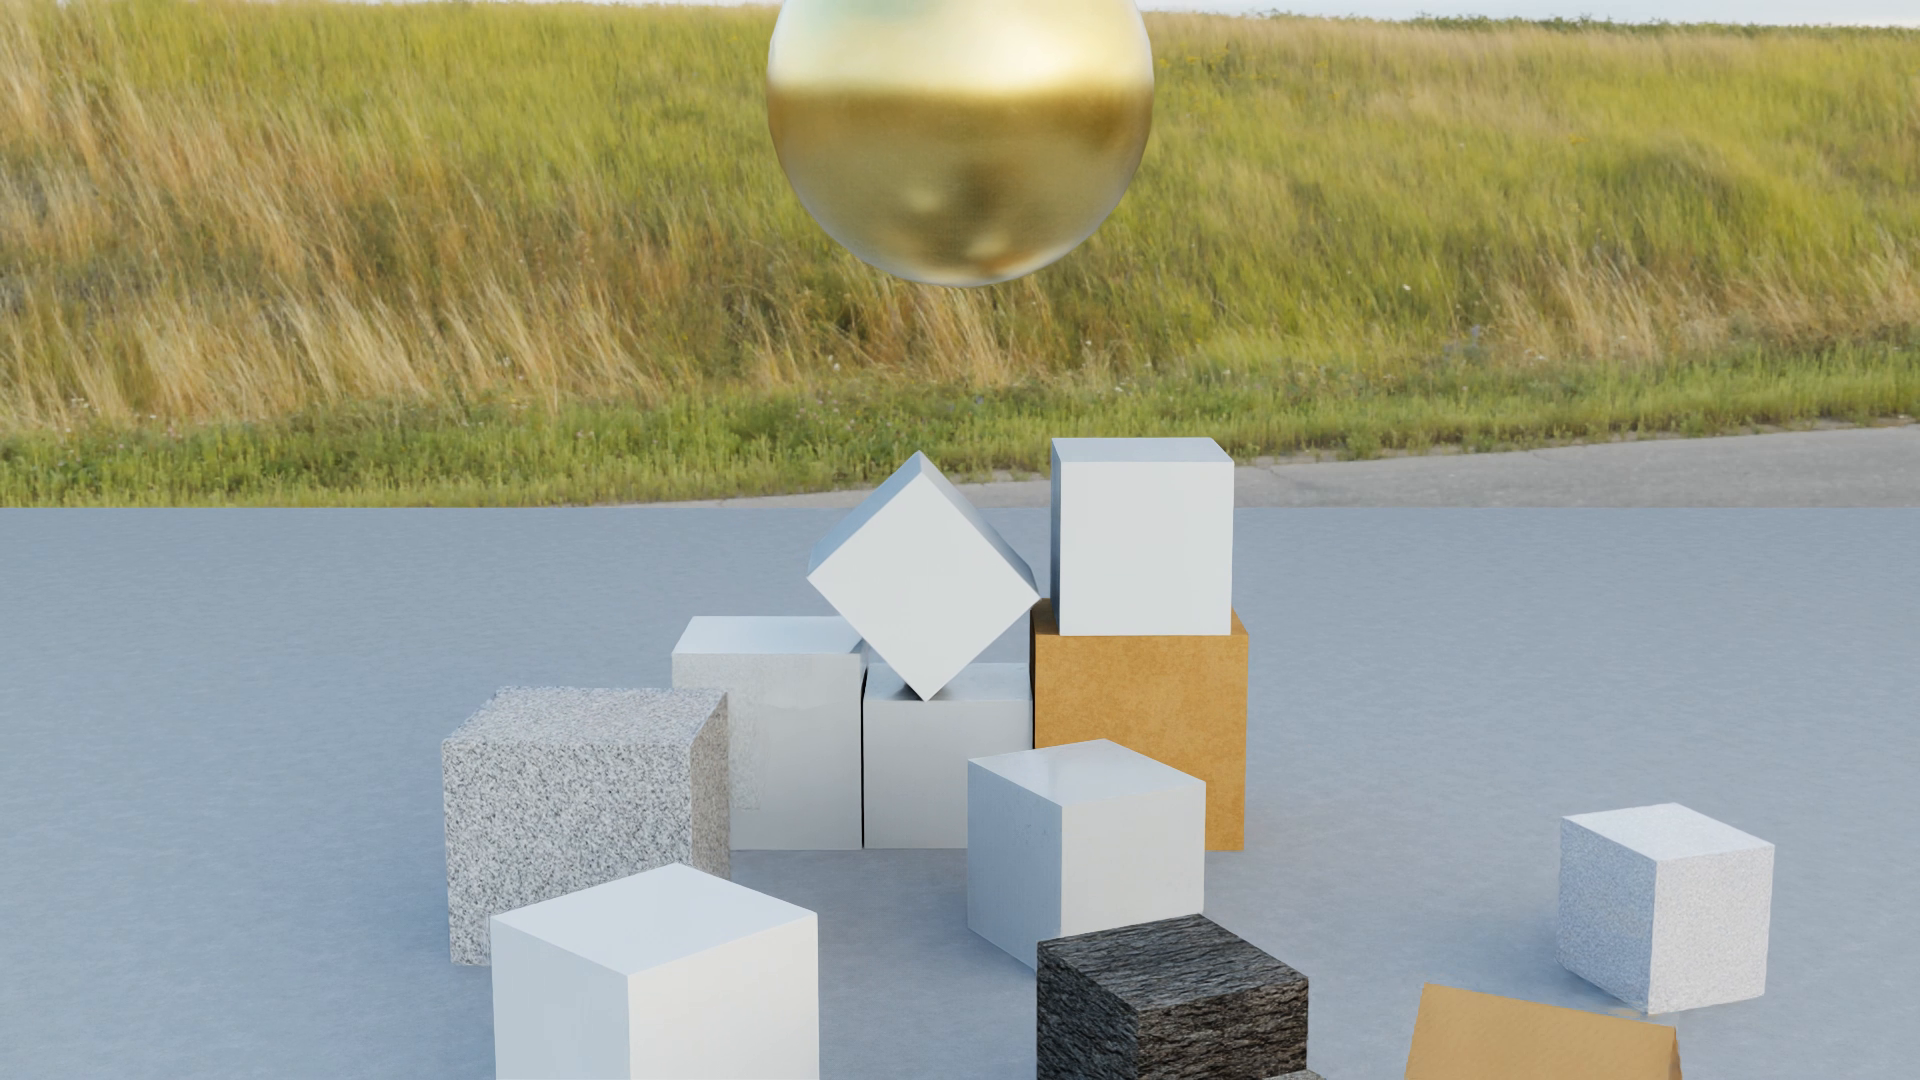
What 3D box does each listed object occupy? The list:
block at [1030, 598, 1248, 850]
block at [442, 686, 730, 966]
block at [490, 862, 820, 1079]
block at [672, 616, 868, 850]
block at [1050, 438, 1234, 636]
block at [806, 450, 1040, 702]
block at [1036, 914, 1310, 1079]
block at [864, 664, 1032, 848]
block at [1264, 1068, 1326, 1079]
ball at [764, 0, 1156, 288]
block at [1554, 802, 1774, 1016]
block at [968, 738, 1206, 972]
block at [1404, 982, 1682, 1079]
[{"bbox_3d":[0.896,0.931,11.350,1.048,1.106,0.889,0,10,0],"label":"block"},{"bbox_3d":[-1.636,1.263,9.839,1.060,0.995,0.977,1,10,3],"label":"block"},{"bbox_3d":[-1.066,1.722,7.733,0.783,0.845,0.822,10,14,43],"label":"block"},{"bbox_3d":[-0.956,0.979,11.358,0.930,1.010,0.860,0,10,0],"label":"block"},{"bbox_3d":[0.904,-0.034,11.163,0.840,0.860,0.886,0,10,-1],"label":"block"},{"bbox_3d":[-0.191,0.166,11.163,0.771,0.859,0.779,-42,9,6],"label":"block"},{"bbox_3d":[0.740,1.802,7.791,0.679,0.667,0.713,-5,11,-26],"label":"block"},{"bbox_3d":[-0.059,1.102,11.375,0.842,0.763,0.801,0,10,0],"label":"block"},{"bbox_3d":[0.818,2.055,5.507,0.839,0.986,1.019,-5,12,-26],"label":"block"},{"bbox_3d":[0.000,-1.844,9.038,1.600,1.600,1.600,0,10,0],"label":"ball"},{"bbox_3d":[2.959,1.539,9.271,0.585,0.654,0.630,-4,11,-20],"label":"block"},{"bbox_3d":[0.546,1.395,9.696,0.726,0.785,0.803,-6,12,-29],"label":"block"},{"bbox_3d":[1.709,1.852,6.530,0.723,0.754,0.663,6,-29,24],"label":"block"}]
